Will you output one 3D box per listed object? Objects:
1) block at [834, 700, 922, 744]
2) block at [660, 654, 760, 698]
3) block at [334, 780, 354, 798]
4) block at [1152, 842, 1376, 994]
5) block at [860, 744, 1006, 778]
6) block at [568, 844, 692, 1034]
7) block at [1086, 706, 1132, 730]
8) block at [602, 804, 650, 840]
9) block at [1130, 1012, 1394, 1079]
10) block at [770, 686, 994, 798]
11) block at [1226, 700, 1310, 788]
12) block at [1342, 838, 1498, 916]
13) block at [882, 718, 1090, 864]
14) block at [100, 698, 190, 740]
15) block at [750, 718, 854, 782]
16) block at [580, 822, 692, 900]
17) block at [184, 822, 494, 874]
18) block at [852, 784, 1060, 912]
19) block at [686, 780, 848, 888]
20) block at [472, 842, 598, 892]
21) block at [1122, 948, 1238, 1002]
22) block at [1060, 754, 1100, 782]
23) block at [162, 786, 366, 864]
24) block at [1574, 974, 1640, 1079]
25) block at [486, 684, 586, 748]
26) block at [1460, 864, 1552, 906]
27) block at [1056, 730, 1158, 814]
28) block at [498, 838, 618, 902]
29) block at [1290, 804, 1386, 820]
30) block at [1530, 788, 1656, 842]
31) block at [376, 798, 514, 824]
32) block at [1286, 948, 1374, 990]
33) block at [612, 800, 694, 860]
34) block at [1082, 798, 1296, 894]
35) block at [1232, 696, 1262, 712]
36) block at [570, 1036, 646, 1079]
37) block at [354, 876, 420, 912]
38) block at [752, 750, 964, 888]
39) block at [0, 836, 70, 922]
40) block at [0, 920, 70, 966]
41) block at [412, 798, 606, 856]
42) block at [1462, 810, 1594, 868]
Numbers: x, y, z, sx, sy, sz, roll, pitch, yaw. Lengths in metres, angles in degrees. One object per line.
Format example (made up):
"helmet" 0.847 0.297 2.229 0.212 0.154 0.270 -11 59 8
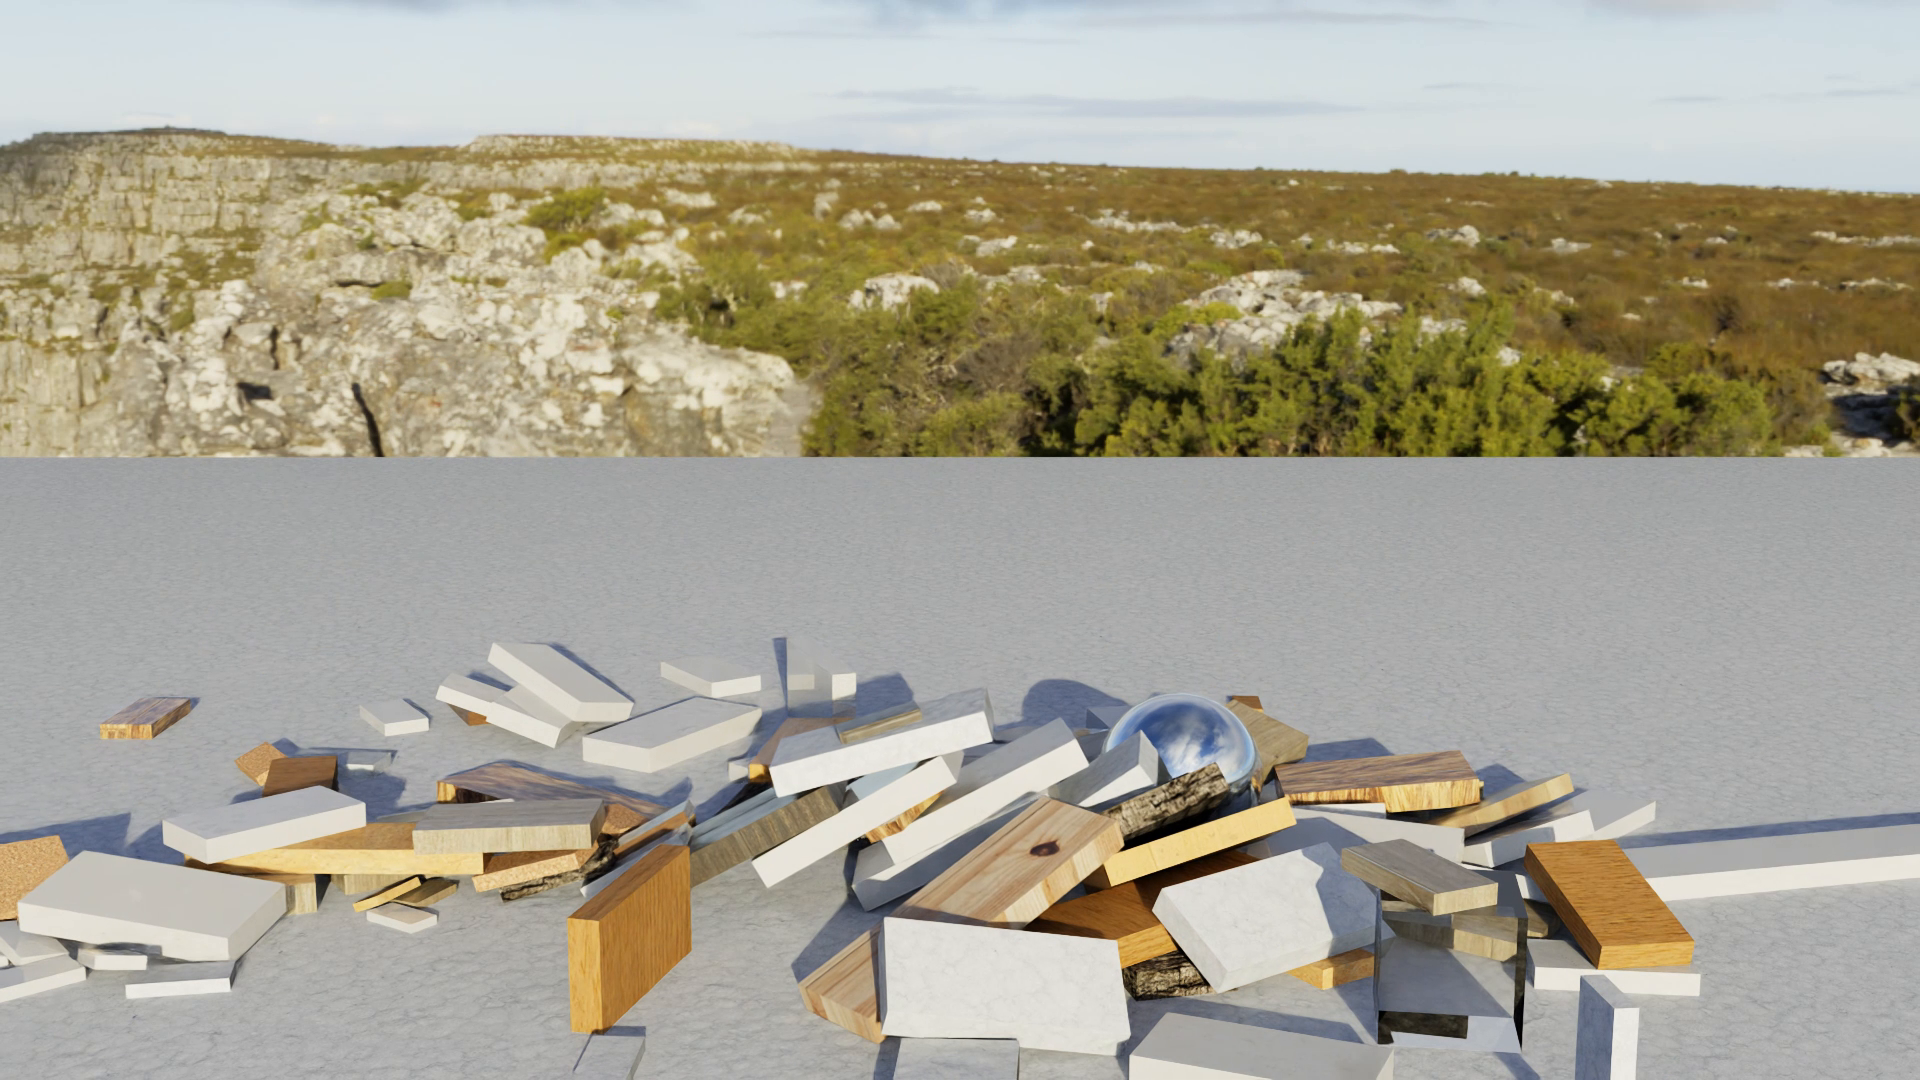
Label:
"block" -0.133 0.298 3.595 0.138 0.020 0.069 -17 9 -6
"block" -0.576 0.313 5.066 0.125 0.035 0.249 -7 13 -34
"block" -1.190 0.492 4.124 0.093 0.026 0.186 -6 12 -29
"block" 0.473 0.563 3.306 0.337 0.048 0.168 -9 43 -34
"block" -0.020 0.430 4.167 0.346 0.049 0.173 3 9 -19
"block" -0.483 0.583 3.245 0.048 0.169 0.338 3 11 15
"block" 0.383 0.399 4.334 0.164 0.046 0.328 -2 14 -17
"block" -0.601 0.497 3.882 0.069 0.020 0.138 -8 13 -36
"block" 0.403 0.704 2.932 0.318 0.045 0.159 5 11 23
"block" -0.125 0.329 3.617 0.359 0.051 0.180 -15 9 4
"block" 0.490 0.415 4.135 0.173 0.049 0.346 25 32 31
"block" 0.650 0.477 3.123 0.108 0.031 0.217 -5 12 -25
"block" 0.033 0.414 3.654 0.354 0.050 0.177 -27 9 -2
"block" -1.742 0.381 4.708 0.108 0.031 0.217 0 11 2
"block" -0.288 0.413 4.279 0.169 0.048 0.337 -1 10 8
"block" -0.537 0.532 3.659 0.188 0.027 0.094 -30 8 5
"block" -1.032 0.516 3.687 0.485 0.041 0.145 1 10 -2
"block" -0.004 0.491 3.646 0.354 0.050 0.177 -26 9 6
"block" -0.362 0.485 3.647 0.359 0.051 0.180 -27 8 6
"block" -0.705 0.536 3.653 0.188 0.027 0.094 -15 10 14
"block" 0.294 0.621 3.381 0.159 0.045 0.318 -3 11 -15
"block" 0.333 0.440 4.362 0.293 0.042 0.147 -9 14 -41
"block" -1.161 0.474 3.679 0.145 0.041 0.290 10 14 42
"block" 0.794 0.658 2.708 0.031 0.217 0.108 -1 11 -6
"block" -0.874 0.356 4.648 0.152 0.043 0.304 21 11 4
"block" 0.912 0.568 3.563 0.237 0.034 0.118 7 -13 35
"block" 0.170 0.459 3.665 0.354 0.050 0.177 -35 8 13
"block" -0.666 0.550 3.662 0.188 0.027 0.094 -17 10 3
"block" 0.628 0.501 3.906 0.231 0.033 0.116 -1 -21 -5
"block" 1.155 0.509 4.012 0.123 0.035 0.247 9 14 41
"block" -0.908 0.499 3.903 0.242 0.034 0.121 -6 3 -18
"block" 0.523 0.629 3.374 0.108 0.031 0.217 -7 13 -33
"block" -0.513 0.485 3.686 0.138 0.020 0.069 -30 8 6
"block" 0.360 0.489 3.491 0.318 0.045 0.159 -16 -12 -14
"block" 0.632 0.365 4.836 0.058 0.016 0.115 0 11 3
"block" -0.475 0.709 2.970 0.073 0.021 0.146 0 11 2
"block" -0.942 0.583 3.615 0.053 0.015 0.105 -20 1 27
"block" -0.166 0.442 3.639 0.359 0.051 0.180 -30 6 8
"block" -1.592 0.569 3.484 0.351 0.050 0.175 -7 33 -33
"block" -1.433 0.621 3.380 0.072 0.020 0.144 1 13 -43
"block" -0.747 0.476 3.659 0.290 0.041 0.145 -2 10 0
"block" 0.941 0.522 3.782 0.291 0.041 0.145 -9 -8 -39
